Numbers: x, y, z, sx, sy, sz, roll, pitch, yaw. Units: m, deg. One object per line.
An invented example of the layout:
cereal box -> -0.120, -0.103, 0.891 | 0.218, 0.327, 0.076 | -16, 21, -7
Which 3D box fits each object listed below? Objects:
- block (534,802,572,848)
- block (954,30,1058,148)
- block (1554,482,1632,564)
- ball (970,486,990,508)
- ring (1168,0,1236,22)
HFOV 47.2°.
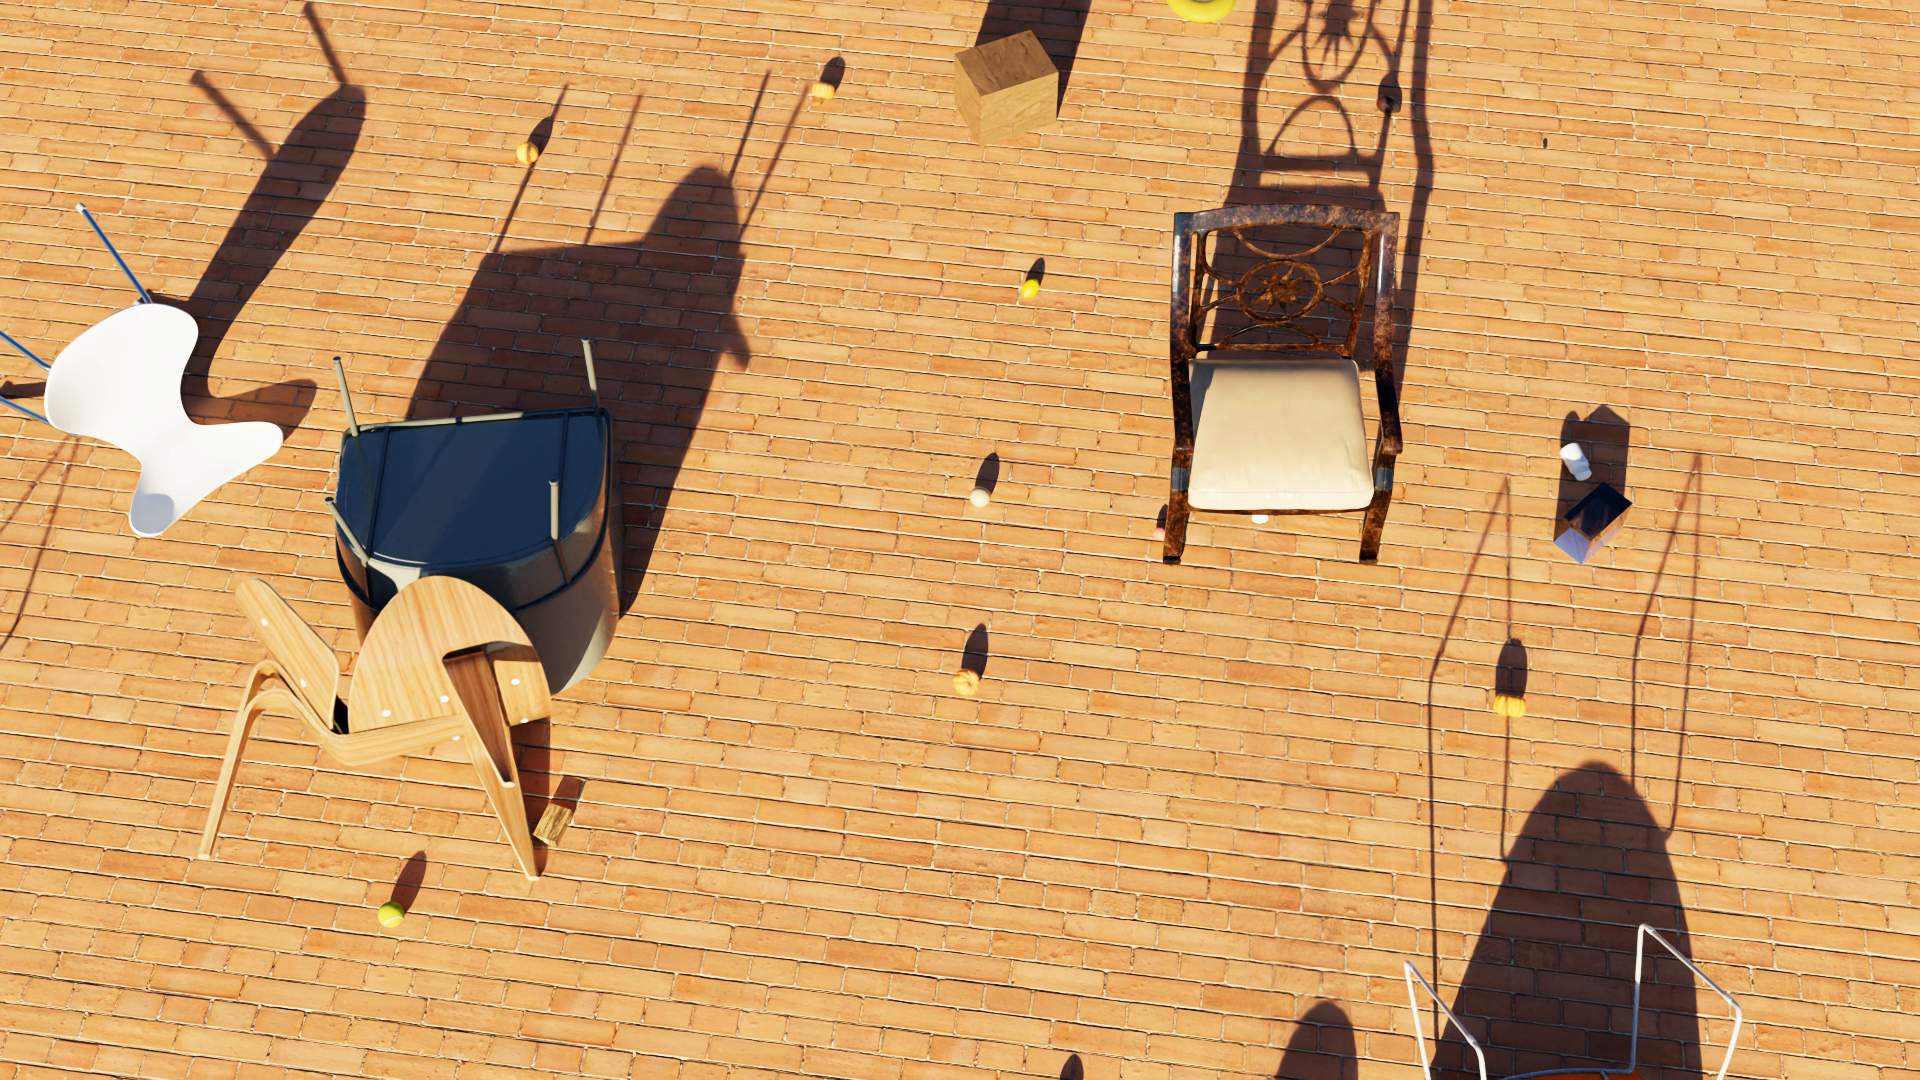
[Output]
block -> -1.115, 0.781, 6.027 | 0.066, 0.038, 0.102 | 16, 58, 11
block -> 0.155, -1.531, 7.458 | 0.284, 0.238, 0.220 | -20, 58, -13
block -> 1.877, -0.050, 6.525 | 0.189, 0.136, 0.109 | -37, 64, -22
ball -> 0.061, -0.130, 6.622 | 0.064, 0.064, 0.064 | 0, 56, 0
ring -> 0.859, -1.949, 7.844 | 0.257, 0.063, 0.272 | -4, 57, -4
